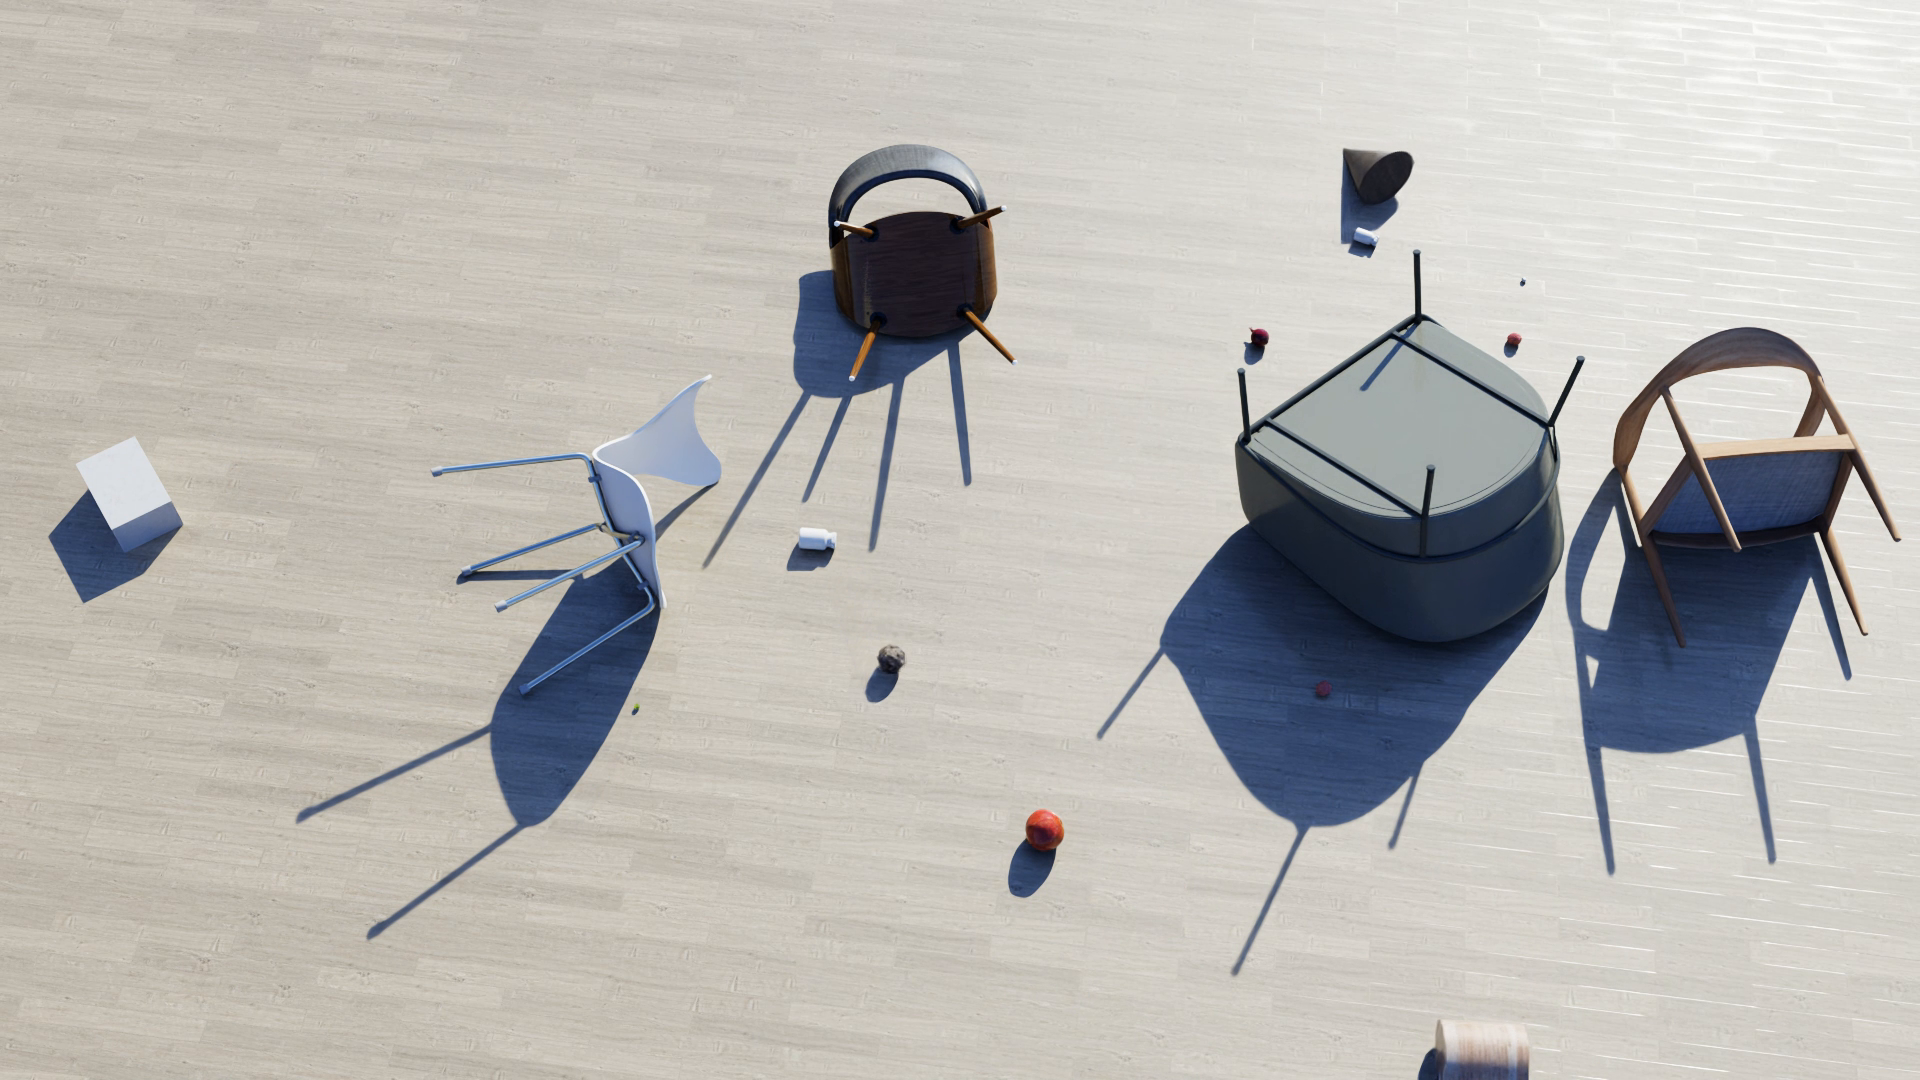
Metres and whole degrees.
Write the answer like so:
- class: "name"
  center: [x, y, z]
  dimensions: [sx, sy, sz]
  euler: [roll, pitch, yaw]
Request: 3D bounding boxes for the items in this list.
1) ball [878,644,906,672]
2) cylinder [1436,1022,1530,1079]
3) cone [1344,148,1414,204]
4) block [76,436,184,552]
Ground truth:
- class: "ball"
  center: [-0.197, 0.339, 6.299]
  dimensions: [0.079, 0.079, 0.079]
  euler: [0, 56, 0]
- class: "cylinder"
  center: [1.332, 1.316, 5.613]
  dimensions: [0.211, 0.129, 0.168]
  euler: [3, 52, 2]
- class: "cone"
  center: [1.356, -1.265, 7.373]
  dimensions: [0.223, 0.165, 0.258]
  euler: [-39, 43, -1]
- class: "block"
  center: [-2.489, -0.137, 6.592]
  dimensions: [0.187, 0.123, 0.286]
  euler: [-29, 61, -18]
